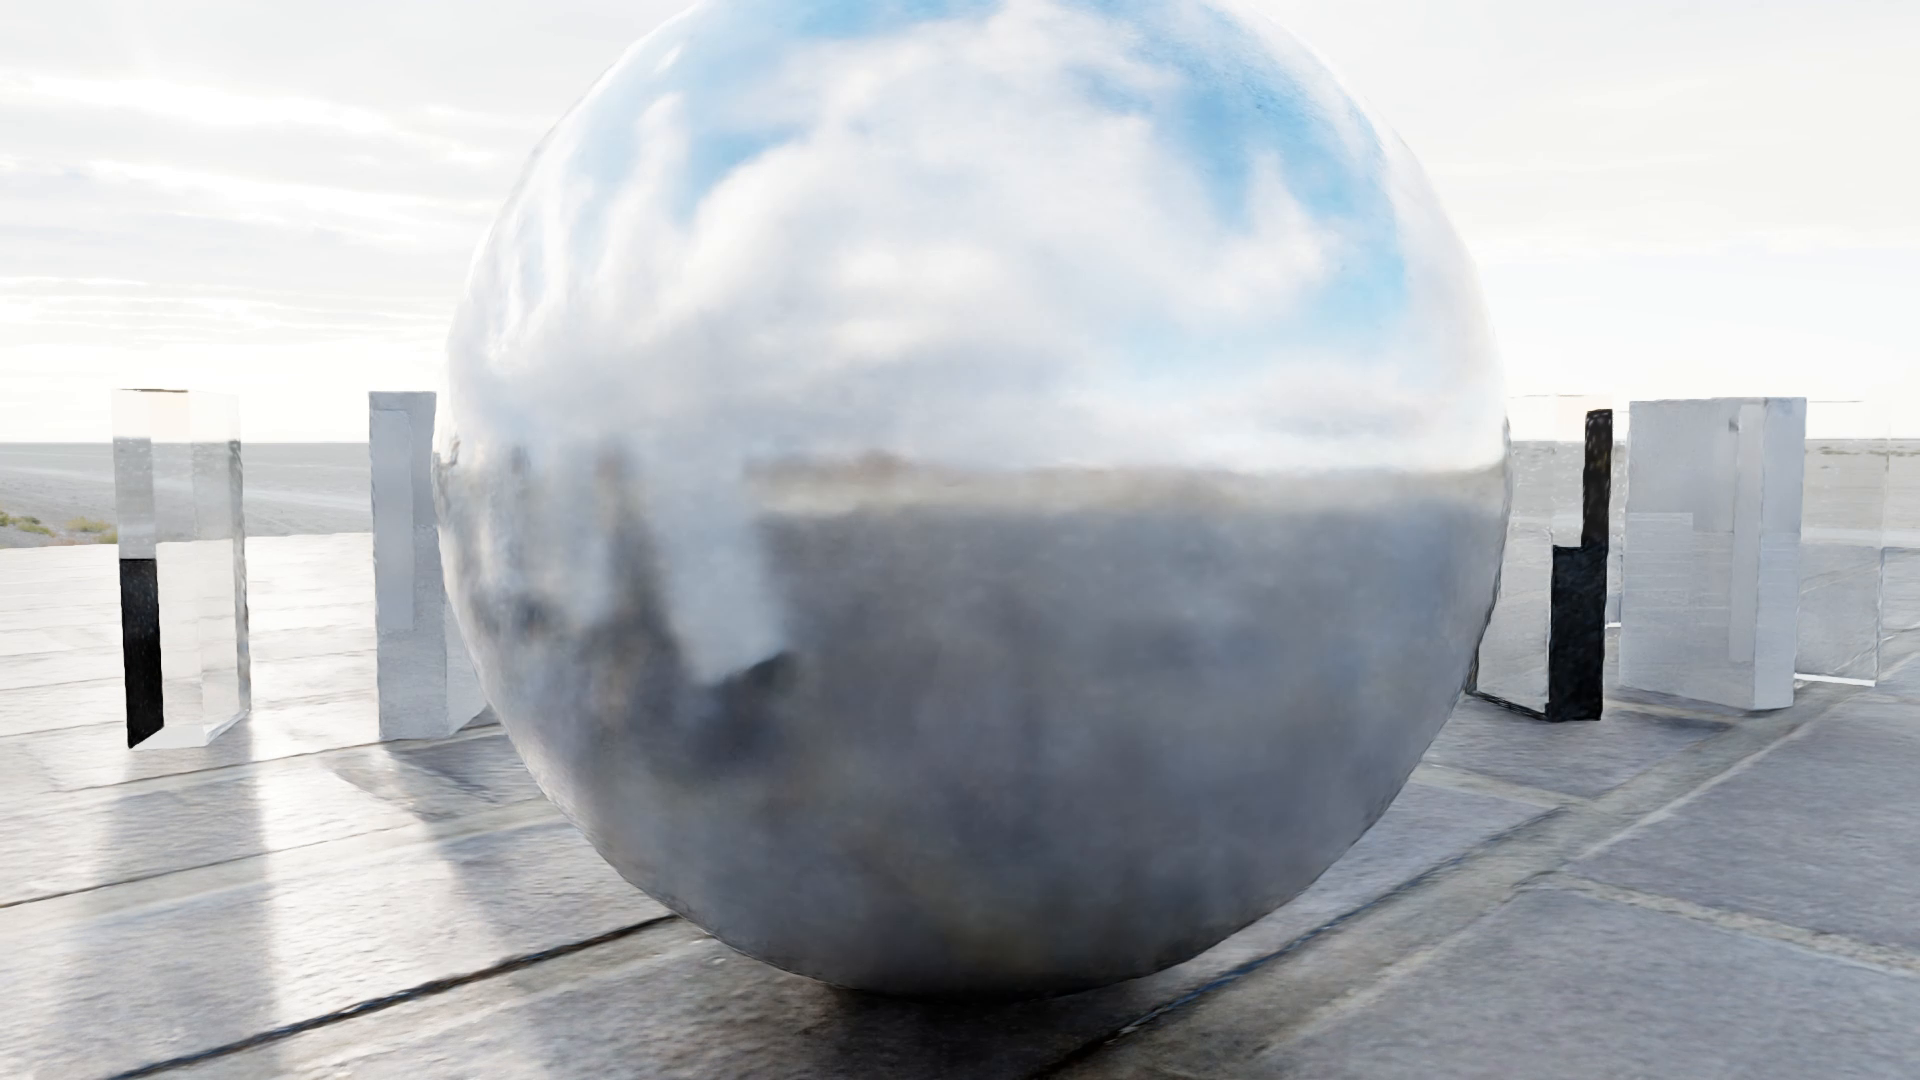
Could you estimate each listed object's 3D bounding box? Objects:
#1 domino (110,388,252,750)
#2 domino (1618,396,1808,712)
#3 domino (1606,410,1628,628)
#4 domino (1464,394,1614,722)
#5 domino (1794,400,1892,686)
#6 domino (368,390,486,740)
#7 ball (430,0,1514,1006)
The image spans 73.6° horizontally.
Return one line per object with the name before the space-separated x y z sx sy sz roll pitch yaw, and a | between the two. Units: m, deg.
domino | -0.114 0.003 0.190 0.009 0.050 0.025 -1 4 -15
domino | 0.126 0.001 0.216 0.009 0.050 0.025 -2 5 -23
domino | 0.148 -0.005 0.300 0.025 0.050 0.010 -3 5 -32
domino | 0.092 0.002 0.207 0.010 0.050 0.025 -1 4 -8
domino | 0.154 0.000 0.235 0.025 0.050 0.009 3 5 39
domino | -0.080 0.003 0.196 0.009 0.050 0.025 -1 4 -7
ball | 0.001 -0.005 0.103 0.080 0.080 0.080 0 4 0
